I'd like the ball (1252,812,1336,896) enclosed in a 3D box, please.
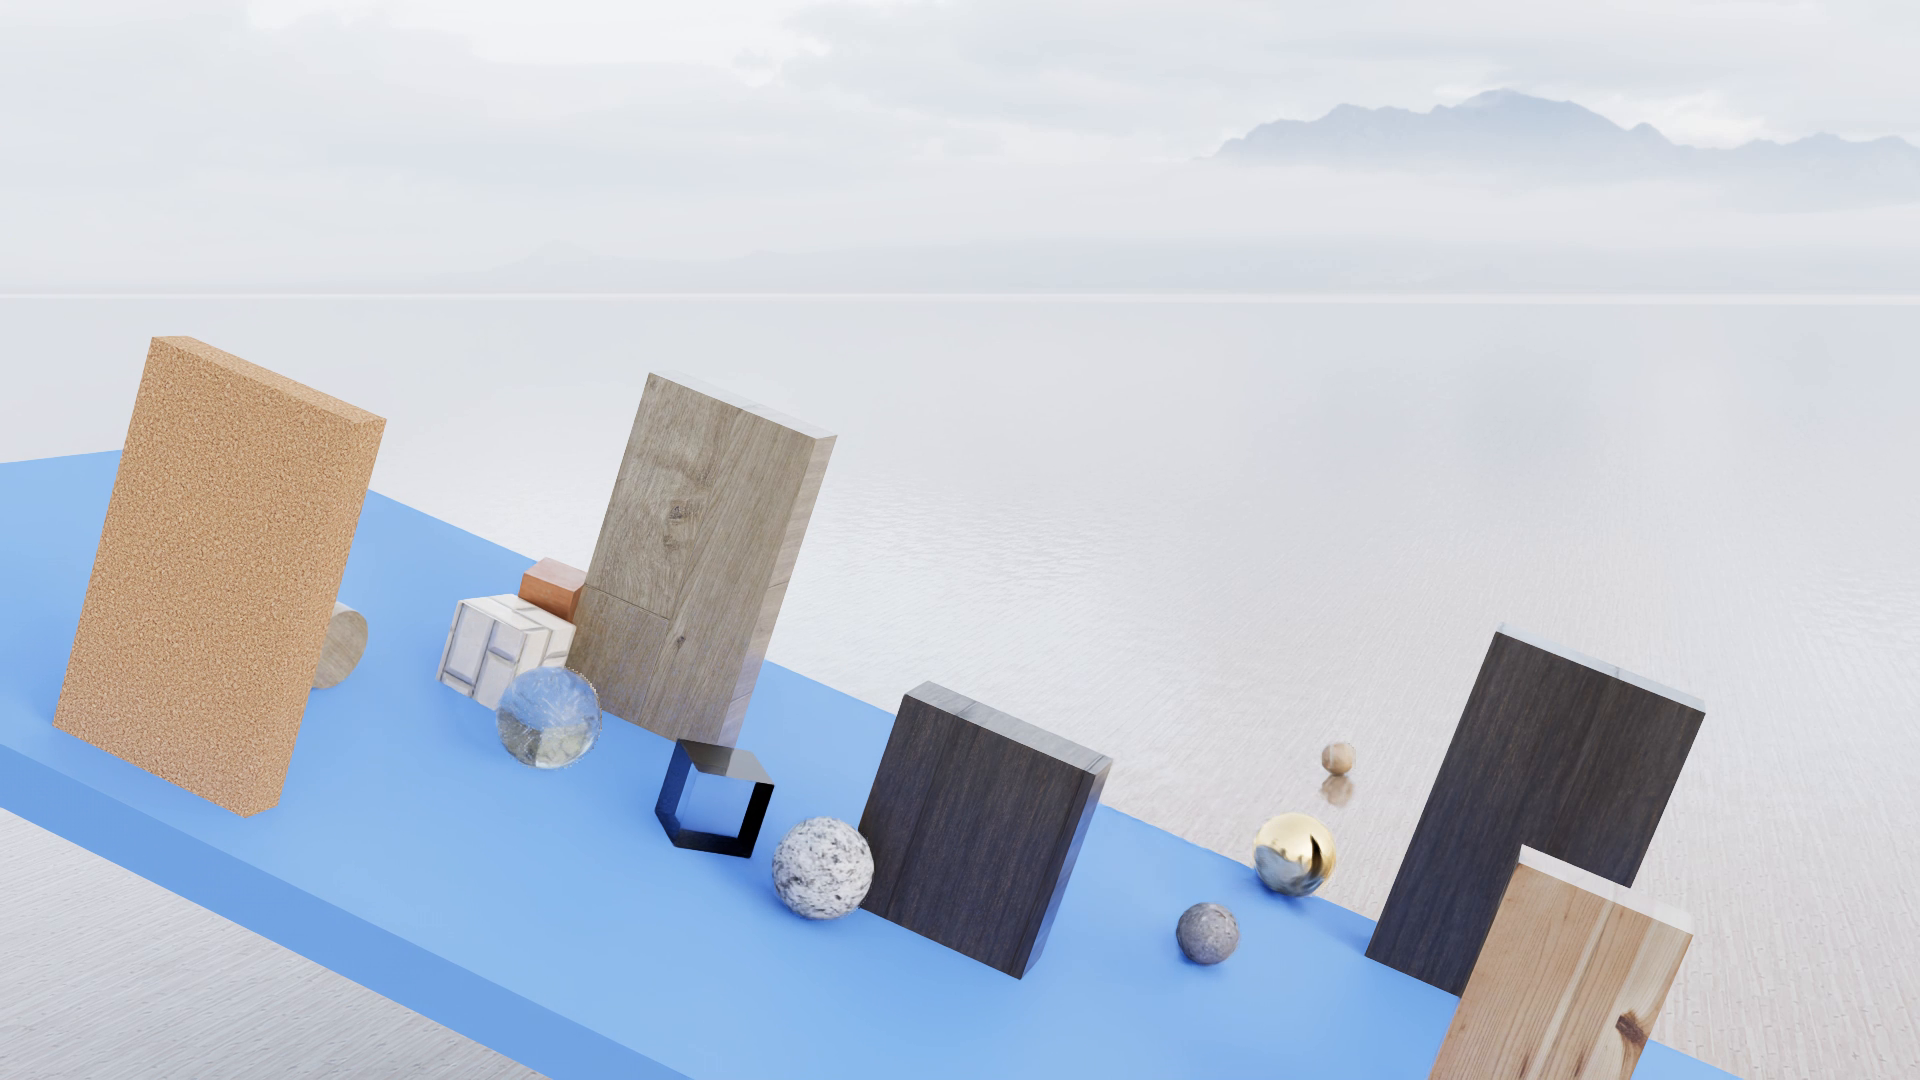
[{"bbox_3d":[0.739,0.695,4.864,0.184,0.184,0.184,0,7,0],"label":"ball"}]

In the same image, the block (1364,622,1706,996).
[{"bbox_3d":[1.194,0.606,4.592,0.439,0.753,0.138,22,12,14],"label":"block"}]

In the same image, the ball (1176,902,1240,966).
[{"bbox_3d":[0.484,0.769,4.295,0.122,0.122,0.122,0,7,0],"label":"ball"}]

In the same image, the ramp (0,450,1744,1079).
[{"bbox_3d":[-0.338,0.623,4.214,4.000,0.100,2.000,22,12,14],"label":"ramp"}]

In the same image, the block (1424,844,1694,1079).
[{"bbox_3d":[0.911,0.829,3.502,0.278,0.616,0.113,22,12,14],"label":"block"}]

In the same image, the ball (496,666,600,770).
[{"bbox_3d":[-0.773,0.333,4.130,0.193,0.193,0.193,0,7,0],"label":"ball"}]

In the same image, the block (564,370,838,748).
[{"bbox_3d":[-0.549,0.047,4.522,0.381,0.700,0.121,22,12,14],"label":"block"}]

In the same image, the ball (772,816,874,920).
[{"bbox_3d":[-0.243,0.580,3.884,0.180,0.180,0.180,0,7,0],"label":"ball"}]

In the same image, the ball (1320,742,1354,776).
[{"bbox_3d":[1.400,0.809,8.152,0.123,0.123,0.123,0,7,0],"label":"ball"}]

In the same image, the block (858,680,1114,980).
[{"bbox_3d":[0.024,0.523,3.998,0.375,0.407,0.137,22,12,14],"label":"block"}]

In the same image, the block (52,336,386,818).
[{"bbox_3d":[-1.198,0.057,3.541,0.385,0.678,0.089,22,12,14],"label":"block"}]

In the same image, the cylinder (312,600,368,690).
[{"bbox_3d":[-1.243,0.177,4.179,0.162,0.162,0.162,24,17,23],"label":"cylinder"}]

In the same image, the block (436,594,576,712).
[{"bbox_3d":[-0.914,0.227,4.432,0.172,0.172,0.172,24,13,22],"label":"block"}]

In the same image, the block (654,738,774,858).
[{"bbox_3d":[-0.456,0.478,4.074,0.151,0.151,0.151,13,13,-26],"label":"block"}]

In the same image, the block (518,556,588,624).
[{"bbox_3d":[-0.844,0.121,4.565,0.113,0.113,0.113,21,20,7],"label":"block"}]
